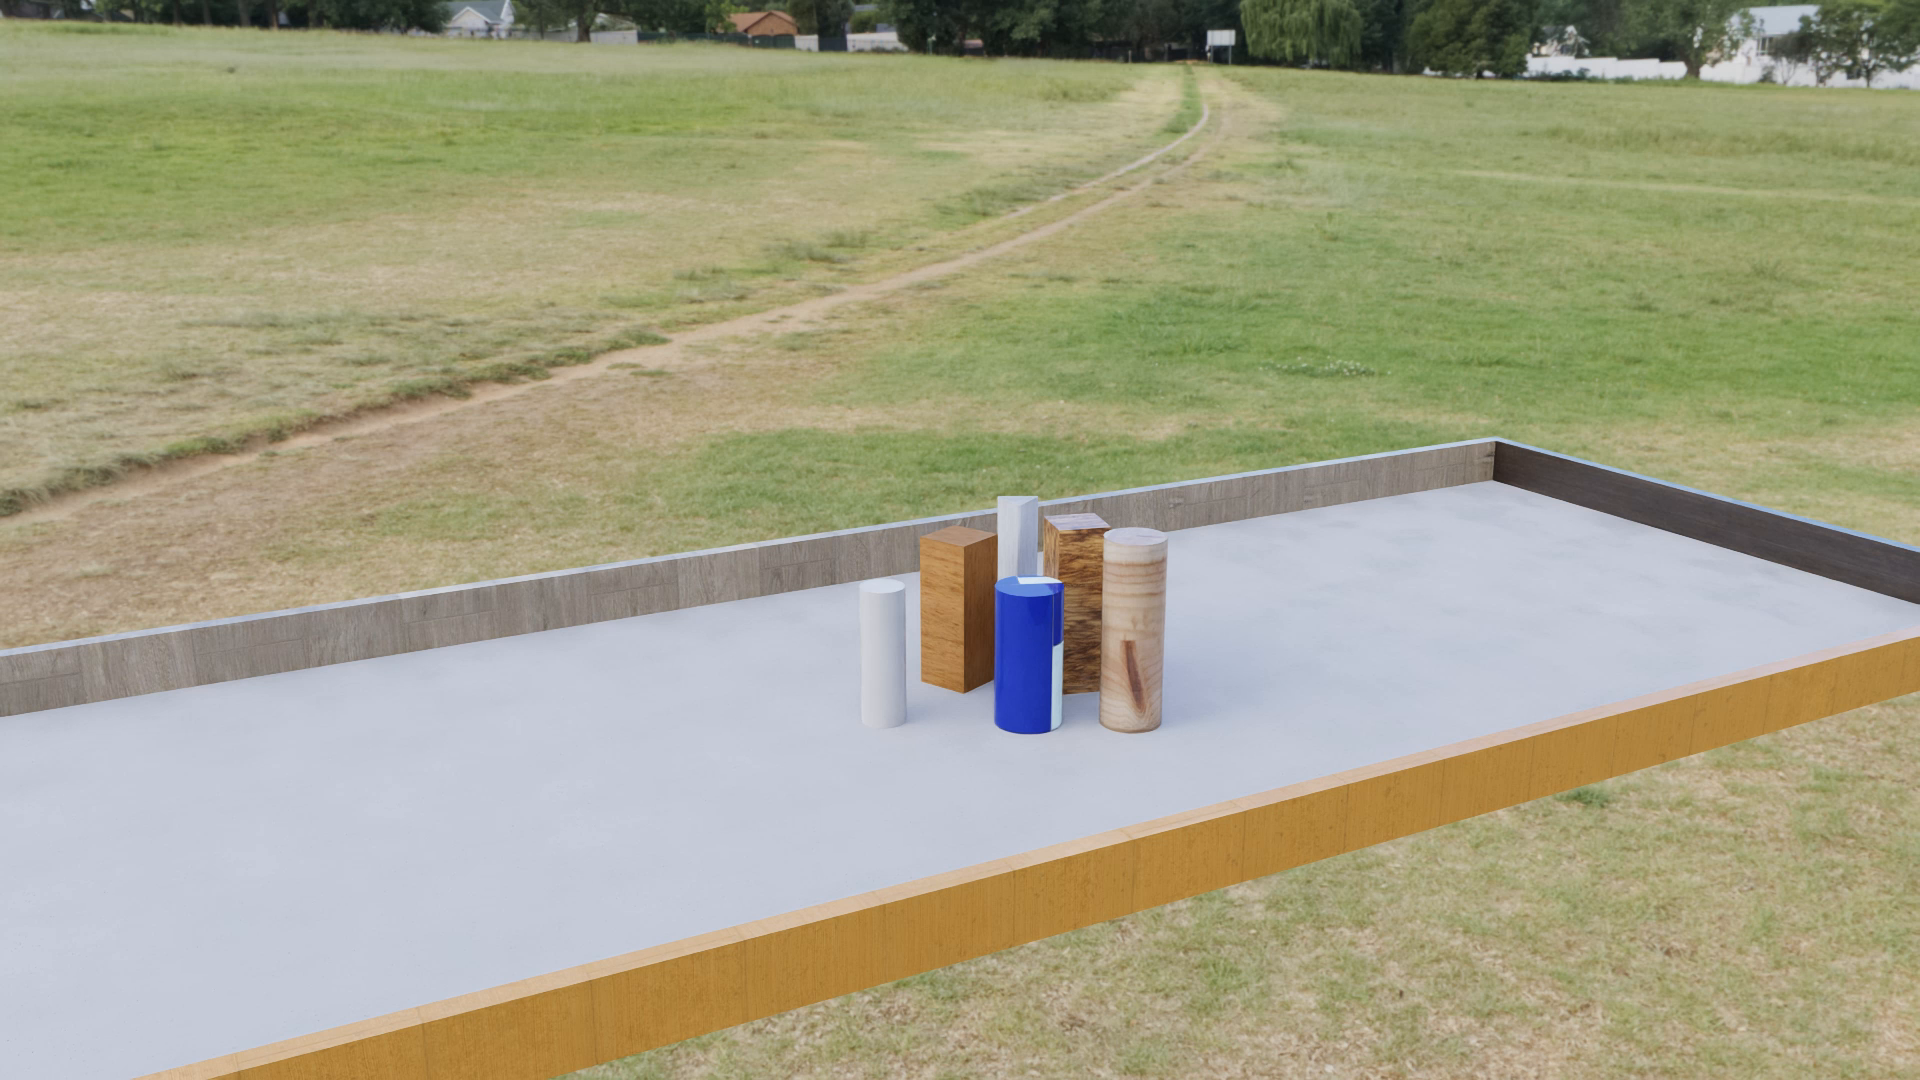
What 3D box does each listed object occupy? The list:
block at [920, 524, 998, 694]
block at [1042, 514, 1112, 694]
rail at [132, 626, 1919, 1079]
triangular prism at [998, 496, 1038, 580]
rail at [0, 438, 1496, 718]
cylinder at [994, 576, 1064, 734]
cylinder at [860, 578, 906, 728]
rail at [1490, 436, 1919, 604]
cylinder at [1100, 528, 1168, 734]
[{"bbox_3d":[-0.002,0.171,4.102,0.136,0.379,0.136,12,20,36],"label":"block"},{"bbox_3d":[0.285,0.157,4.071,0.130,0.422,0.130,-4,17,-13],"label":"block"},{"bbox_3d":[-2.336,1.006,1.665,12.000,0.150,0.050,-9,18,-27],"label":"rail"},{"bbox_3d":[0.164,0.088,4.329,0.090,0.409,0.104,-10,19,-29],"label":"triangular prism"},{"bbox_3d":[-3.305,0.497,3.399,12.000,0.150,0.050,-9,18,-27],"label":"rail"},{"bbox_3d":[0.160,0.267,3.849,0.161,0.337,0.161,0,16,0],"label":"cylinder"},{"bbox_3d":[-0.180,0.266,3.859,0.107,0.333,0.107,0,16,0],"label":"cylinder"},{"bbox_3d":[2.466,-0.048,5.253,0.050,0.150,2.100,-9,18,-27],"label":"rail"},{"bbox_3d":[0.402,0.210,3.833,0.147,0.456,0.147,0,16,0],"label":"cylinder"}]
